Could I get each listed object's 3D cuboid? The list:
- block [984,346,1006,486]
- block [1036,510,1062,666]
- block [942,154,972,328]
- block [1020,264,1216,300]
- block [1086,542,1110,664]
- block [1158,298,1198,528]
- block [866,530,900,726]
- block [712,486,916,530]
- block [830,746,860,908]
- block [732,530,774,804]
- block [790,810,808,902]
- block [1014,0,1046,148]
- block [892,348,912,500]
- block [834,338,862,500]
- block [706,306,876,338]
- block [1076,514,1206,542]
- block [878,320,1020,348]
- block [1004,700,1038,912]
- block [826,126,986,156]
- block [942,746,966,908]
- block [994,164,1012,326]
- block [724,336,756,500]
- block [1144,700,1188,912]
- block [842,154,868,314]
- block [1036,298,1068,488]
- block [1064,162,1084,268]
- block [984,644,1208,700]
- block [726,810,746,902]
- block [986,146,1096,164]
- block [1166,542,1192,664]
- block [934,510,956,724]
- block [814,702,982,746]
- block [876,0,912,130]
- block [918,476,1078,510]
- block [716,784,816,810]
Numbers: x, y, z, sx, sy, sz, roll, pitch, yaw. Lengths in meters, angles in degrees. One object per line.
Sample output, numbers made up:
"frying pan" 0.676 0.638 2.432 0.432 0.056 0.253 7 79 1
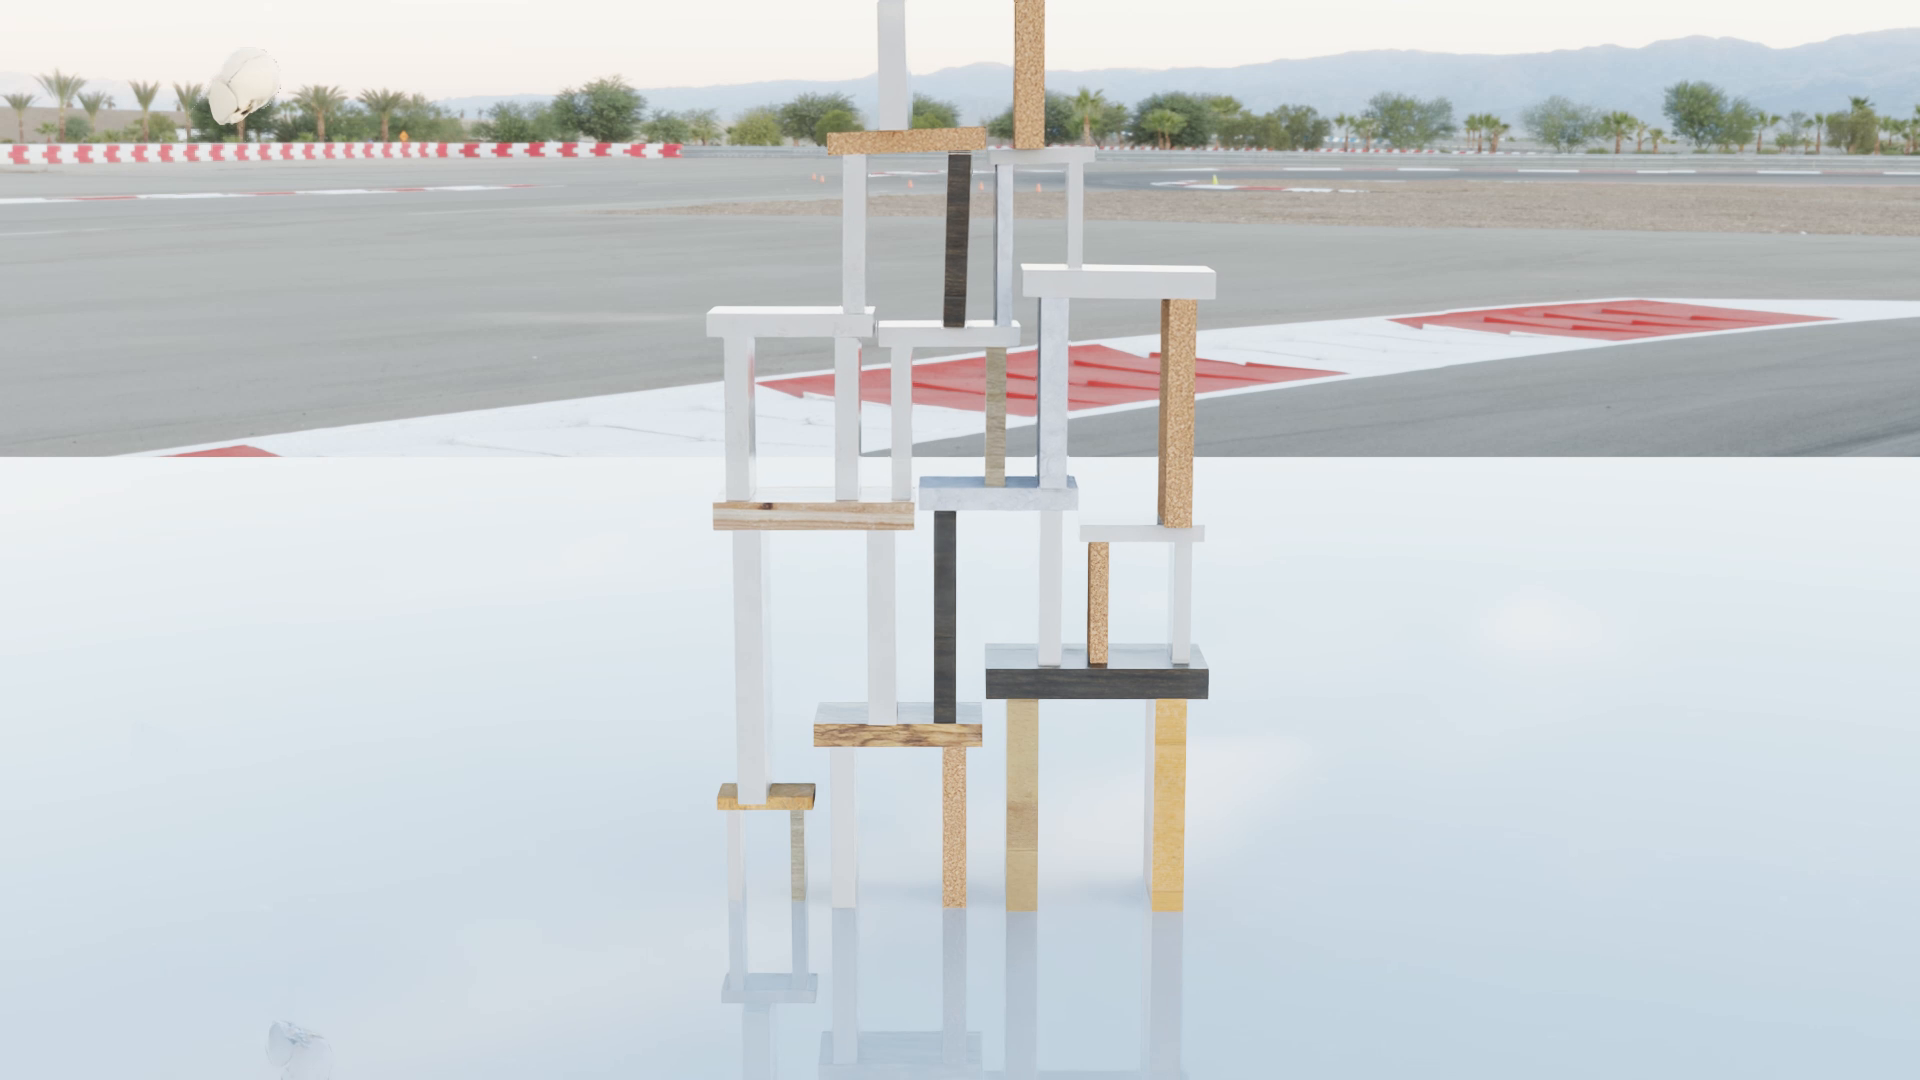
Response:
"block" 0.056 -0.204 3.523 0.031 0.222 0.111 0 11 -1
"block" 0.145 0.066 3.569 0.036 0.253 0.126 0 11 0
"block" -0.003 -0.473 3.462 0.034 0.265 0.121 2 11 1
"block" 0.246 -0.409 3.478 0.299 0.042 0.149 1 11 0
"block" 0.224 0.092 3.577 0.028 0.199 0.099 0 11 0
"block" 0.346 -0.210 3.516 0.042 0.360 0.149 0 11 0
"block" -0.125 0.127 3.586 0.045 0.319 0.159 0 11 0
"block" -0.231 -0.052 3.552 0.319 0.045 0.159 0 11 0
"block" -0.191 0.456 3.645 0.039 0.273 0.136 0 11 0
"block" -0.338 0.192 3.598 0.045 0.451 0.159 0 11 0
"block" -0.267 0.512 3.658 0.022 0.157 0.078 0 11 0
"block" 0.107 -0.775 3.399 0.043 0.332 0.153 0 11 0
"block" -0.093 -0.193 3.521 0.031 0.243 0.111 0 11 -1
"block" -0.179 -0.201 3.522 0.037 0.259 0.130 0 11 -1
"block" -0.266 -0.347 3.494 0.259 0.037 0.130 0 11 0
"block" 0.291 -0.019 3.555 0.199 0.028 0.099 0 11 0
"block" -0.018 -0.328 3.497 0.222 0.031 0.111 0 11 -2
"block" 0.101 0.414 3.640 0.050 0.356 0.178 0 11 0
"block" -0.081 -0.623 3.435 0.243 0.034 0.122 -2 11 2
"block" -0.009 0.456 3.645 0.039 0.273 0.136 0 11 0
"block" 0.068 -0.467 3.470 0.023 0.250 0.081 -1 11 -3
"block" -0.352 -0.201 3.523 0.037 0.259 0.130 0 11 0
"block" 0.338 0.414 3.640 0.050 0.356 0.178 0 11 0
"block" -0.164 -0.484 3.465 0.034 0.243 0.122 1 11 -1
"block" 0.147 -0.242 3.510 0.042 0.299 0.149 0 11 0
"block" 0.179 -0.511 3.460 0.023 0.163 0.081 0 11 0
"block" 0.220 0.214 3.603 0.356 0.050 0.178 0 11 0
"block" -0.372 0.512 3.658 0.022 0.157 0.078 0 11 0
"block" 0.126 -0.601 3.438 0.163 0.023 0.081 -2 11 -2
"block" 0.357 0.092 3.575 0.028 0.199 0.099 0 11 0
"block" -0.024 0.113 3.577 0.036 0.348 0.126 0 11 0
"block" -0.100 0.303 3.616 0.273 0.039 0.136 0 11 0
"block" -0.102 -0.790 3.403 0.043 0.306 0.153 0 11 2
"block" 0.061 -0.076 3.542 0.253 0.036 0.126 0 11 0
"block" -0.320 0.425 3.641 0.157 0.022 0.078 0 11 0
